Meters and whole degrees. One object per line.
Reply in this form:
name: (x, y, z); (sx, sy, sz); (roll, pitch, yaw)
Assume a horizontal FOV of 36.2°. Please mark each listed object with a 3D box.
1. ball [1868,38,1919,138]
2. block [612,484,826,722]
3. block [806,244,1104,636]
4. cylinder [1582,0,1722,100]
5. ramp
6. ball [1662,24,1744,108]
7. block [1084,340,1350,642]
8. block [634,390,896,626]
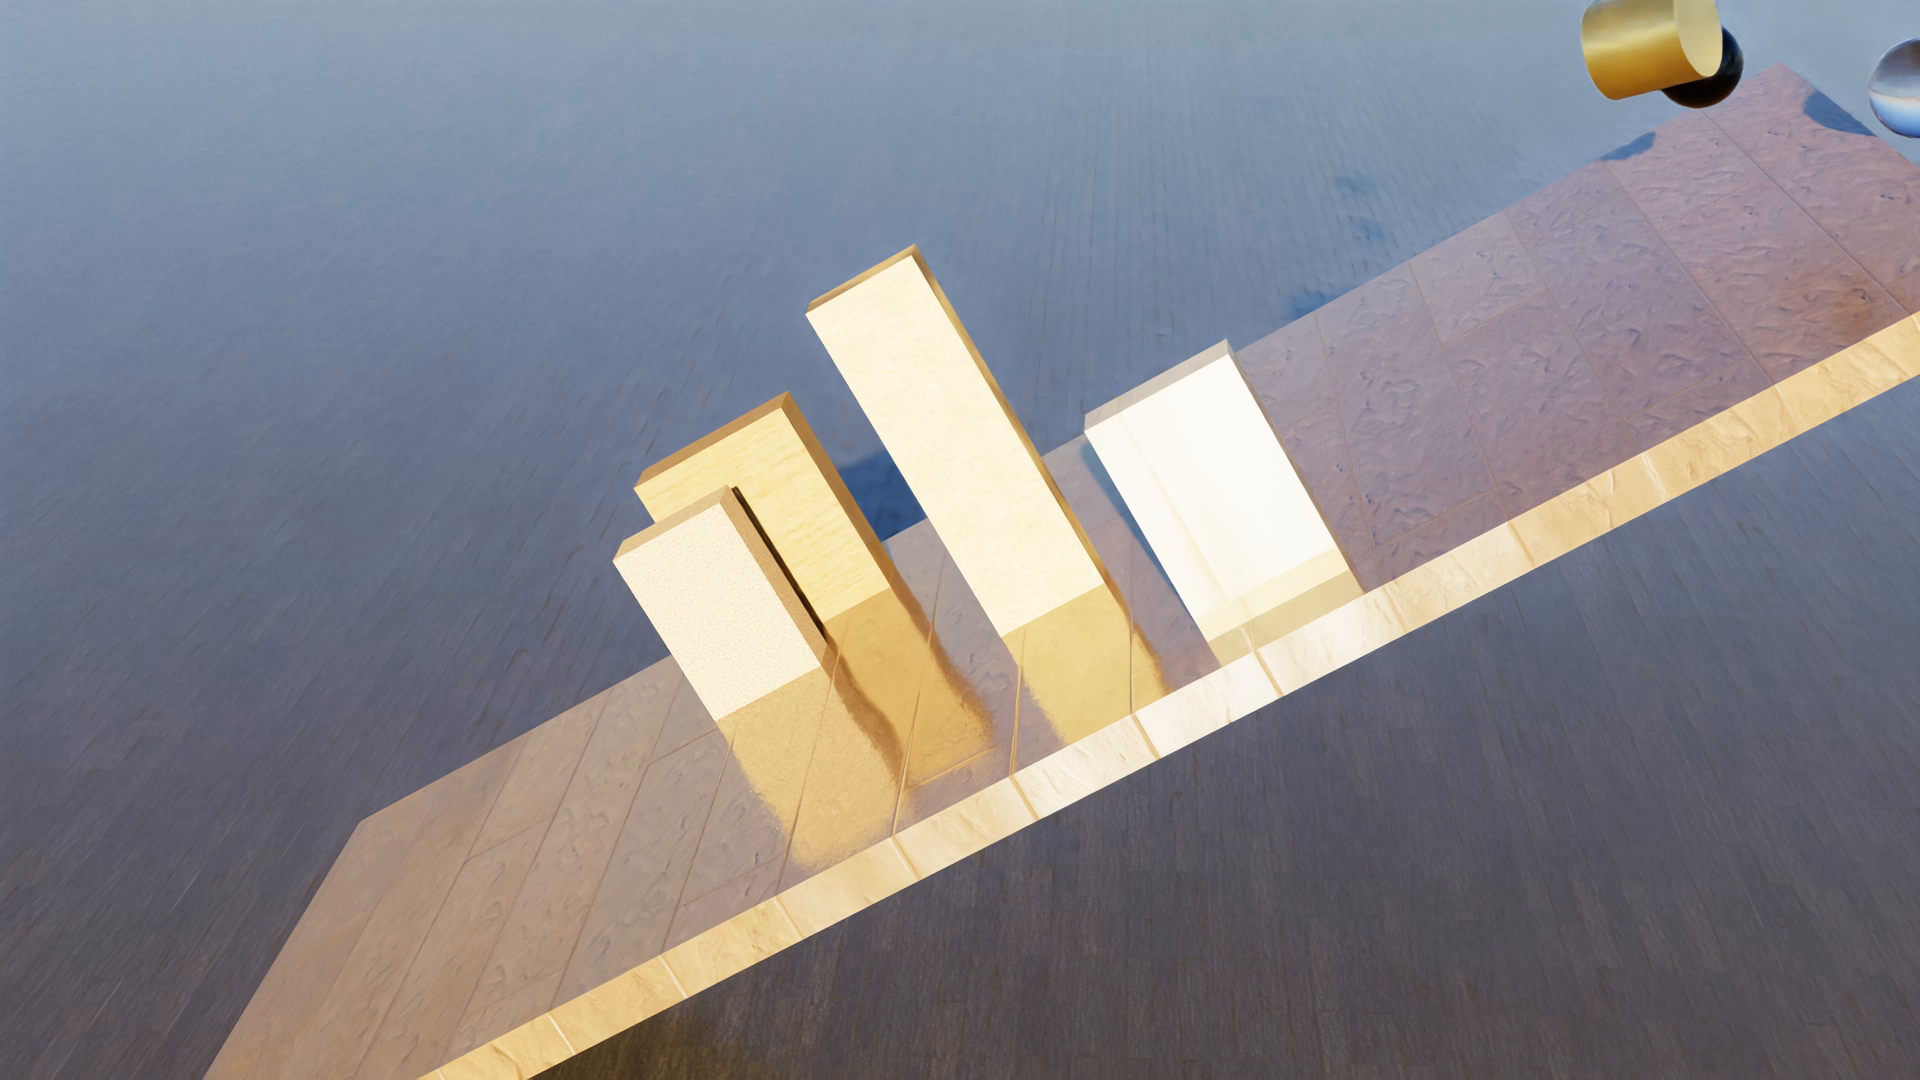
ball: (1.897, -0.893, 5.810); (0.198, 0.198, 0.198); (0, 18, 0)
block: (-0.541, 0.142, 6.659); (0.281, 0.439, 0.141); (-28, 15, 12)
block: (-0.004, -0.199, 6.017); (0.246, 0.787, 0.105); (-28, 15, 12)
cylinder: (1.280, -0.927, 5.439); (0.189, 0.189, 0.189); (-10, 8, 40)
ramp: (0.142, 0.168, 6.284); (4.000, 0.100, 2.000); (-28, 15, 12)
ball: (1.497, -0.965, 5.962); (0.178, 0.178, 0.178); (0, 18, 0)
block: (0.468, -0.089, 5.356); (0.293, 0.460, 0.111); (-28, 15, 12)
block: (-0.457, -0.029, 6.943); (0.402, 0.499, 0.147); (-28, 15, 12)
